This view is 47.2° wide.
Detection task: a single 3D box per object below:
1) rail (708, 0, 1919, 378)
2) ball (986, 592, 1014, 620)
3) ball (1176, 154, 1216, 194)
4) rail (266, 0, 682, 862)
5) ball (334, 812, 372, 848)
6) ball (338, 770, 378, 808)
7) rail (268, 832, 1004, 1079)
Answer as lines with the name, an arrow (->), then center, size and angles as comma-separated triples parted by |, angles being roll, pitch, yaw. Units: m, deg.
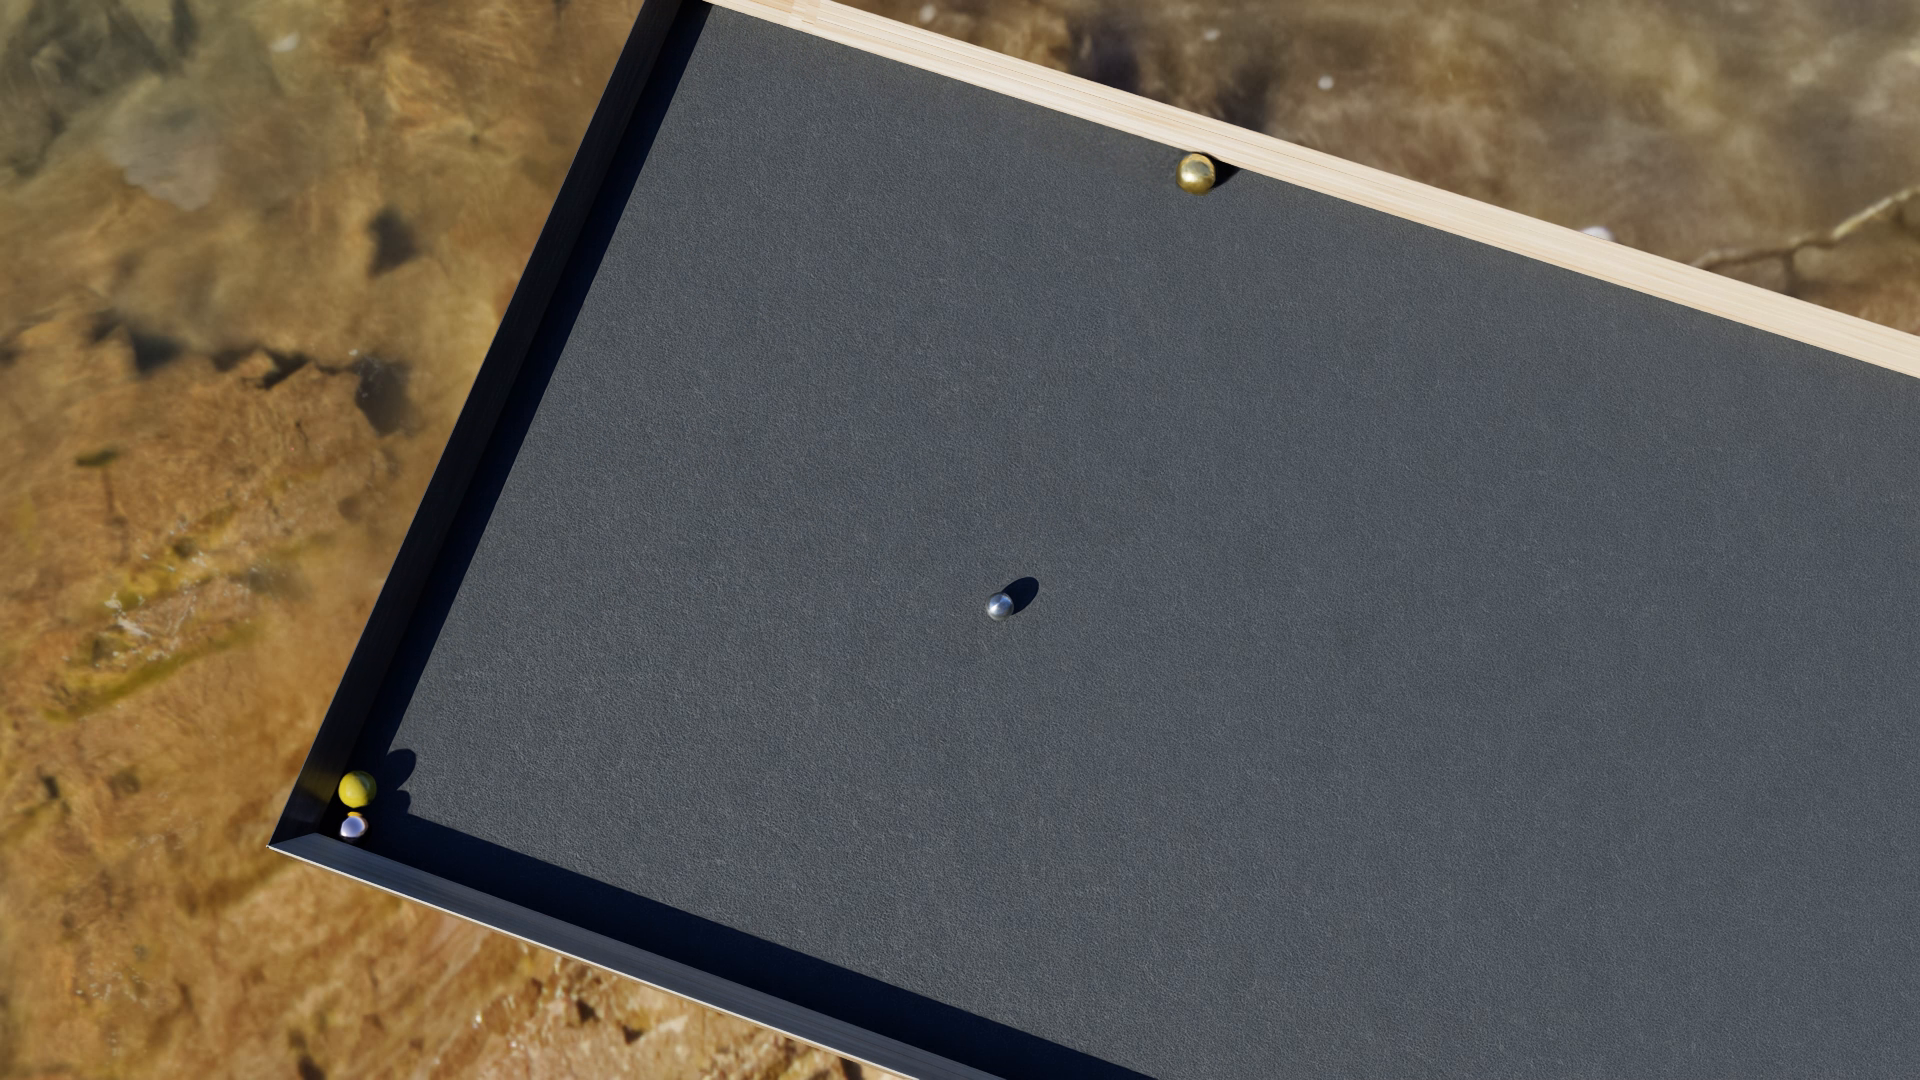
rail -> 1.001, -0.449, 3.525 | 3.169, 0.086, 0.045 | 18, 73, 6
ball -> 0.061, 0.102, 3.373 | 0.045, 0.045, 0.045 | 0, 72, 0
ball -> 0.384, -0.596, 3.583 | 0.066, 0.066, 0.066 | 0, 72, 0
rail -> -0.726, -0.247, 3.462 | 0.045, 0.086, 1.585 | 18, 73, 6
ball -> -0.901, 0.430, 3.265 | 0.054, 0.054, 0.054 | 0, 72, 0
ball -> -0.899, 0.372, 3.281 | 0.056, 0.056, 0.056 | 0, 72, 0
rail -> 0.495, 0.935, 3.087 | 3.169, 0.086, 0.045 | 18, 73, 6
